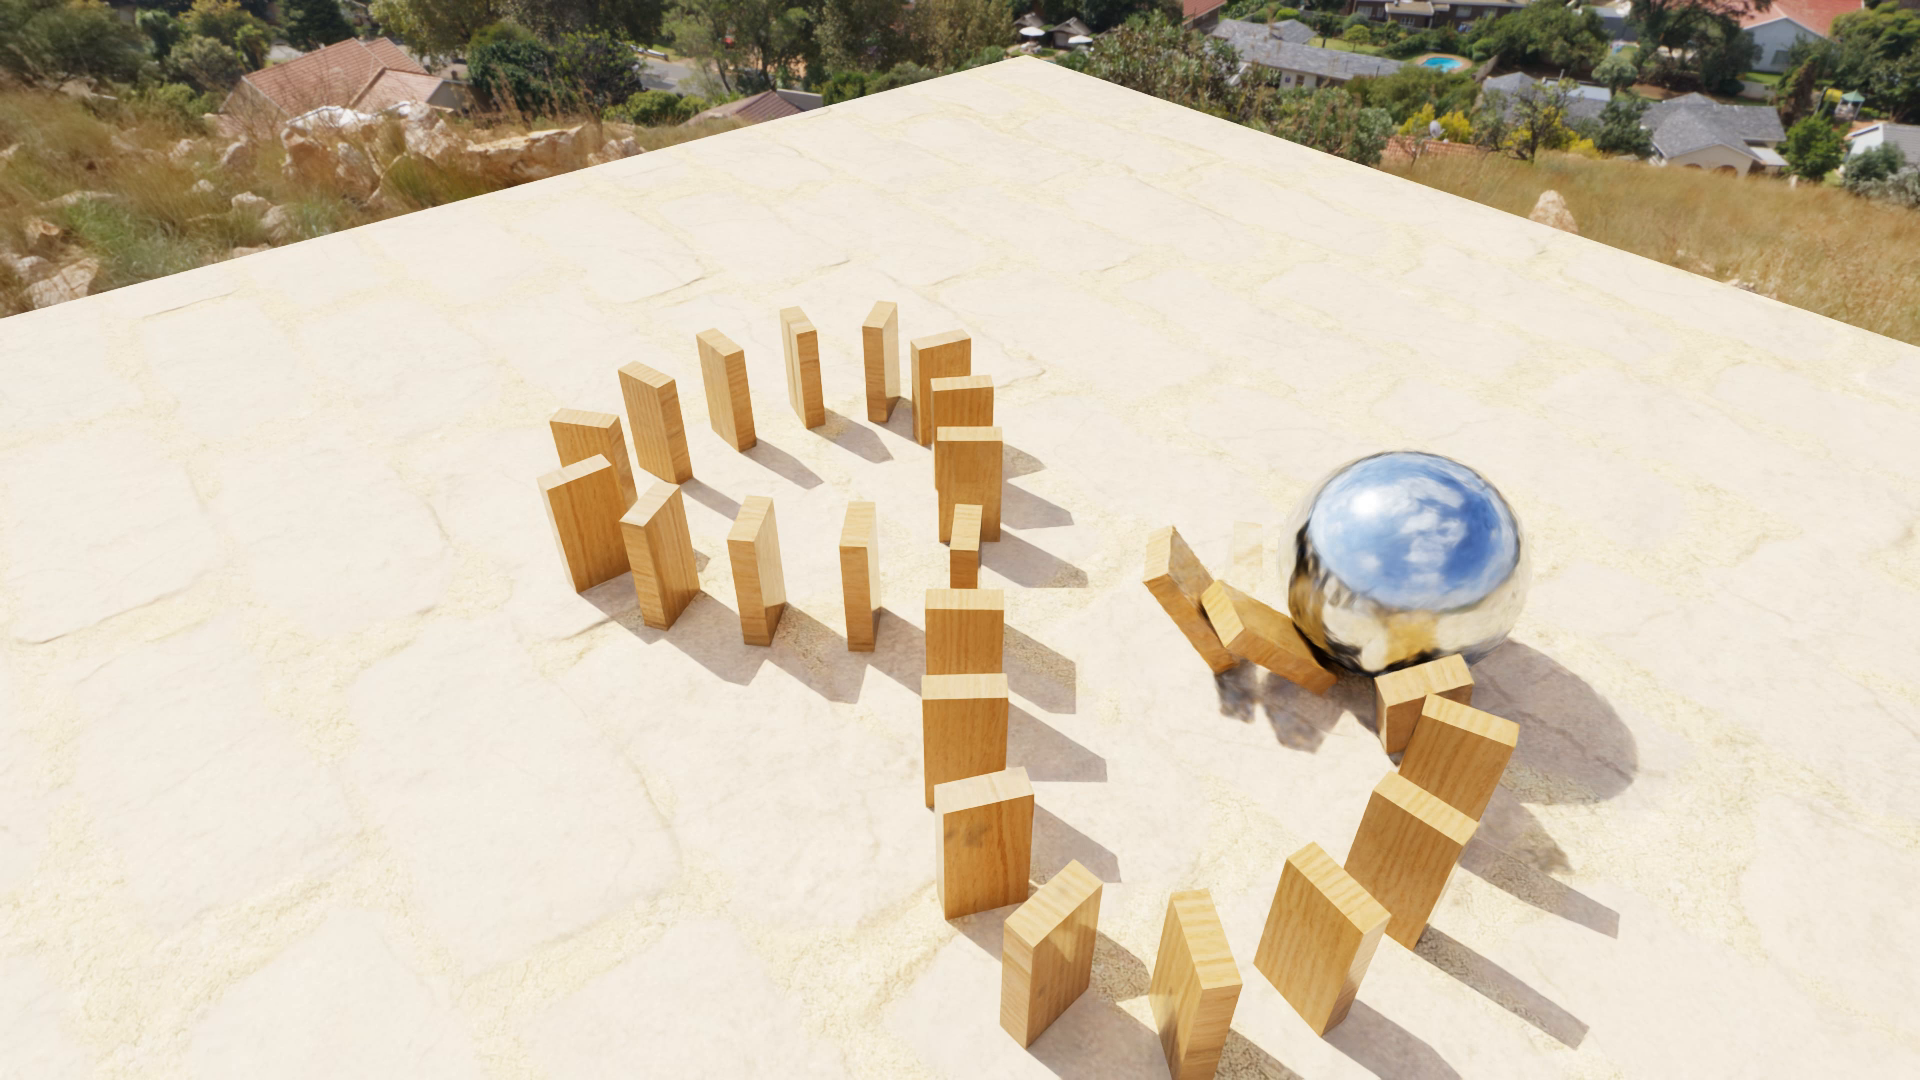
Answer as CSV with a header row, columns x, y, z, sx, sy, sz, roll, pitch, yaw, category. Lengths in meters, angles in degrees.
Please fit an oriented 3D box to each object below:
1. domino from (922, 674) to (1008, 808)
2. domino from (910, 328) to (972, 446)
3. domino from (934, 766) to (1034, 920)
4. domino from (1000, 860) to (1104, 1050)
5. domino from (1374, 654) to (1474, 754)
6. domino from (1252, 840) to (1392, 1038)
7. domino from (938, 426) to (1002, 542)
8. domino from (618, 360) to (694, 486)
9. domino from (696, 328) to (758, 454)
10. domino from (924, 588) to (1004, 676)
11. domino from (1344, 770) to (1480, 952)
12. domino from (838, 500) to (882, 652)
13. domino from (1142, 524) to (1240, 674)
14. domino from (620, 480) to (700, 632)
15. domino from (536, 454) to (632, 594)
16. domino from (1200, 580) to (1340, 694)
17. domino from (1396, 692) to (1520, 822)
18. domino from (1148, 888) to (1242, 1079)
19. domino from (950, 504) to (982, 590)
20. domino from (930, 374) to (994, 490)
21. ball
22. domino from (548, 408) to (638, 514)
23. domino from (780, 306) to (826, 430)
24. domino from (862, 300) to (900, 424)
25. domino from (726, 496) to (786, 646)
x,y,z,sx,sy,sz,roll,pitch,yaw,category
0.001,0.062,0.336,0.025,0.050,0.010,-1,39,-1,domino
-0.008,-0.068,0.495,0.025,0.050,0.010,-16,42,-19,domino
0.006,0.085,0.307,0.025,0.050,0.009,-10,40,-12,domino
0.023,0.107,0.281,0.025,0.050,0.010,-31,49,-32,domino
0.144,0.052,0.343,0.025,0.050,0.009,-19,59,12,domino
0.092,0.104,0.285,0.009,0.050,0.025,-22,44,-25,domino
0.004,-0.021,0.438,0.025,0.050,0.009,0,39,0,domino
-0.130,-0.050,0.472,0.025,0.050,0.009,26,46,28,domino
-0.104,-0.067,0.493,0.010,0.050,0.025,-27,47,-29,domino
0.001,0.038,0.365,0.025,0.050,0.009,1,39,1,domino
0.122,0.089,0.303,0.025,0.050,0.009,32,49,33,domino
-0.035,0.014,0.395,0.010,0.050,0.025,2,39,2,domino
0.082,0.021,0.387,0.010,0.050,0.025,-23,32,32,domino
-0.109,0.006,0.404,0.010,0.050,0.025,12,41,14,domino
-0.141,-0.006,0.418,0.025,0.050,0.009,-27,46,-29,domino
0.107,0.034,0.380,0.050,0.010,0.025,26,29,-29,domino
0.144,0.070,0.326,0.025,0.050,0.009,19,43,22,domino
0.058,0.113,0.274,0.009,0.050,0.025,-5,40,-6,domino
0.002,0.015,0.393,0.009,0.050,0.025,3,39,3,domino
0.001,-0.045,0.467,0.025,0.050,0.010,-5,40,-6,domino
0.150,0.009,0.375,0.080,0.080,0.080,0,39,0,ball
-0.147,-0.028,0.446,0.025,0.050,0.009,8,40,10,domino
-0.073,-0.079,0.508,0.010,0.050,0.025,-16,42,-19,domino
-0.036,-0.083,0.513,0.010,0.050,0.025,8,40,10,domino
-0.073,0.012,0.397,0.010,0.050,0.025,5,40,6,domino
